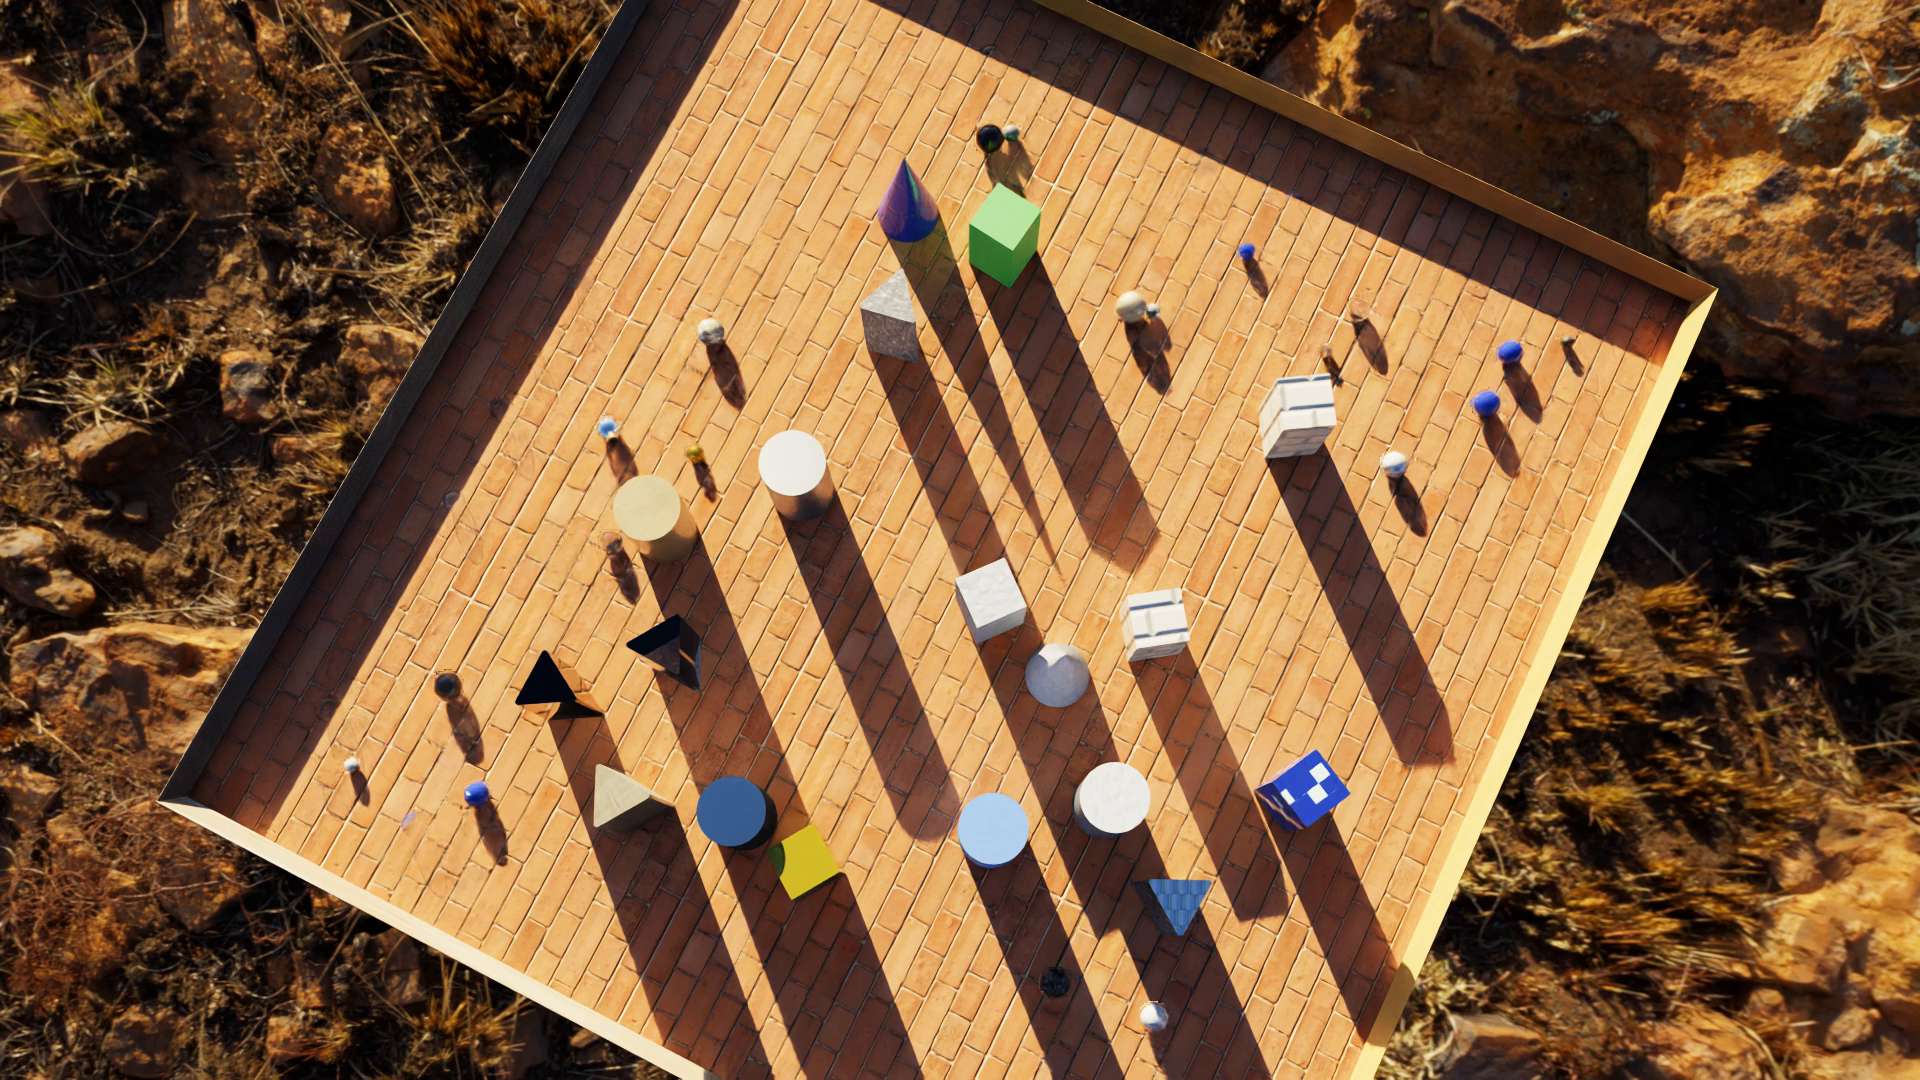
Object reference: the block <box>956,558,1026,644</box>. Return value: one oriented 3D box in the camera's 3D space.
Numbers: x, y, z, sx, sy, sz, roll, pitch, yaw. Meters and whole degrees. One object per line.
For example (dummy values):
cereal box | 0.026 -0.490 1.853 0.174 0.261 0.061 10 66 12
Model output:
block | 0.089 0.183 5.417 0.156 0.316 0.156 -23 79 -5

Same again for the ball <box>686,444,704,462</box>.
ball | -0.815 -0.267 5.645 0.053 0.053 0.053 0 78 0

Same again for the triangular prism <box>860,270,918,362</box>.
triangular prism | -0.191 -0.687 5.556 0.169 0.398 0.146 17 79 3

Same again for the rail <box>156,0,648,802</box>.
rail | -1.536 -0.746 5.705 0.045 0.127 3.495 26 80 5

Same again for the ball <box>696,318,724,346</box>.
ball | -0.777 -0.647 5.707 0.086 0.086 0.086 0 78 0

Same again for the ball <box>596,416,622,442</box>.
ball | -1.083 -0.341 5.647 0.078 0.078 0.078 0 78 0

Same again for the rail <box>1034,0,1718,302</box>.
rail | 0.771 -1.503 5.862 3.483 0.127 0.045 26 80 5

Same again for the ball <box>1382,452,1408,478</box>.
ball | 1.334 -0.231 5.624 0.078 0.078 0.078 0 78 0

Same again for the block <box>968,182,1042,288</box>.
block | 0.136 -0.933 5.639 0.156 0.334 0.156 33 80 6

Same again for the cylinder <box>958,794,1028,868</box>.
cylinder | 0.092 0.835 5.245 0.195 0.390 0.195 0 78 0

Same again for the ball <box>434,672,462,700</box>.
ball | -1.532 0.437 5.483 0.084 0.084 0.084 0 78 0

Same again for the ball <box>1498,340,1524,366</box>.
ball | 1.712 -0.582 5.697 0.078 0.078 0.078 0 78 0

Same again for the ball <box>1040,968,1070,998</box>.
ball | 0.276 1.285 5.308 0.084 0.084 0.084 0 78 0

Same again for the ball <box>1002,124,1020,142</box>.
ball | 0.164 -1.300 5.857 0.055 0.055 0.055 0 78 0

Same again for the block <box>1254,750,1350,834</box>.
block | 0.982 0.727 5.286 0.156 0.353 0.156 -35 81 -7

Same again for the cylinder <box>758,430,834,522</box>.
cylinder | -0.486 -0.188 5.477 0.195 0.350 0.195 0 78 0

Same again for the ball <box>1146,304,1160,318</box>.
ball | 0.604 -0.717 5.741 0.046 0.046 0.046 0 78 0

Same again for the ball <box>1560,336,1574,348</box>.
ball | 1.897 -0.619 5.724 0.040 0.040 0.040 0 78 0

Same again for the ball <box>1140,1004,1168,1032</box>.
ball | 0.561 1.380 5.291 0.079 0.079 0.079 0 78 0

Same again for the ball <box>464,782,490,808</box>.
ball | -1.430 0.754 5.423 0.074 0.074 0.074 0 78 0

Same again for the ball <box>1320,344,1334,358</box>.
ball | 1.144 -0.588 5.717 0.041 0.041 0.041 0 78 0

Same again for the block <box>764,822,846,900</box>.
block | -0.443 0.930 5.282 0.156 0.278 0.156 -30 80 -6

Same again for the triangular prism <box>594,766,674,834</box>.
triangular prism | -0.959 0.724 5.239 0.169 0.445 0.146 -29 80 -6

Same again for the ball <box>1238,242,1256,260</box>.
ball | 0.905 -0.911 5.777 0.054 0.054 0.054 0 78 0

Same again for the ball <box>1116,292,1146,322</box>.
ball | 0.534 -0.726 5.717 0.098 0.098 0.098 0 78 0

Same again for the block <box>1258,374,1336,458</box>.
block | 1.012 -0.370 5.517 0.156 0.344 0.156 -5 78 -1

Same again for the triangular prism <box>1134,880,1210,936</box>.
triangular prism | 0.575 1.005 5.179 0.146 0.449 0.169 31 80 6

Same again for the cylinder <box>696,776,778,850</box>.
cylinder | -0.640 0.791 5.286 0.195 0.326 0.195 0 78 0

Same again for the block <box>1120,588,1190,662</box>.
block | 0.572 0.253 5.422 0.156 0.278 0.156 -9 78 -2

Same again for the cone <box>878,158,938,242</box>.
cone | -0.165 -1.083 5.617 0.195 0.438 0.195 0 78 0

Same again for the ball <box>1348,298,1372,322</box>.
ball | 1.248 -0.720 5.729 0.072 0.072 0.072 0 78 0

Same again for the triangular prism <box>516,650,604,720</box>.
triangular prism | -1.162 0.420 5.326 0.169 0.399 0.146 -4 78 -1

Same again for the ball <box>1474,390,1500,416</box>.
ball | 1.628 -0.421 5.662 0.082 0.082 0.082 0 78 0

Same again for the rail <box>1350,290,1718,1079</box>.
rail | 1.536 0.759 5.394 0.045 0.127 3.495 26 80 5

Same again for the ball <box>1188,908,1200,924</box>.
ball | 0.670 1.093 5.357 0.059 0.059 0.059 0 78 0

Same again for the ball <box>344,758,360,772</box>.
ball | -1.812 0.671 5.455 0.044 0.044 0.044 0 78 0

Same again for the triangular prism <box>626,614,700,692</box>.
triangular prism | -0.824 0.313 5.334 0.169 0.425 0.146 28 80 6

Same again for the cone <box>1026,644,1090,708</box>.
cone | 0.294 0.363 5.314 0.195 0.446 0.195 0 78 0

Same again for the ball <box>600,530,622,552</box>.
ball | -1.062 0.005 5.581 0.069 0.069 0.069 0 78 0

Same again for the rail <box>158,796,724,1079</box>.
rail | -0.771 1.516 5.237 3.483 0.127 0.045 26 80 5

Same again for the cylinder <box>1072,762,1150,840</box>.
cylinder | 0.430 0.753 5.264 0.195 0.386 0.195 0 78 0

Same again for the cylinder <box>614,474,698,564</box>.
cylinder | -0.903 -0.058 5.451 0.195 0.347 0.195 0 78 0

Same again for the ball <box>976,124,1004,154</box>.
ball | 0.095 -1.278 5.834 0.092 0.092 0.092 0 78 0
